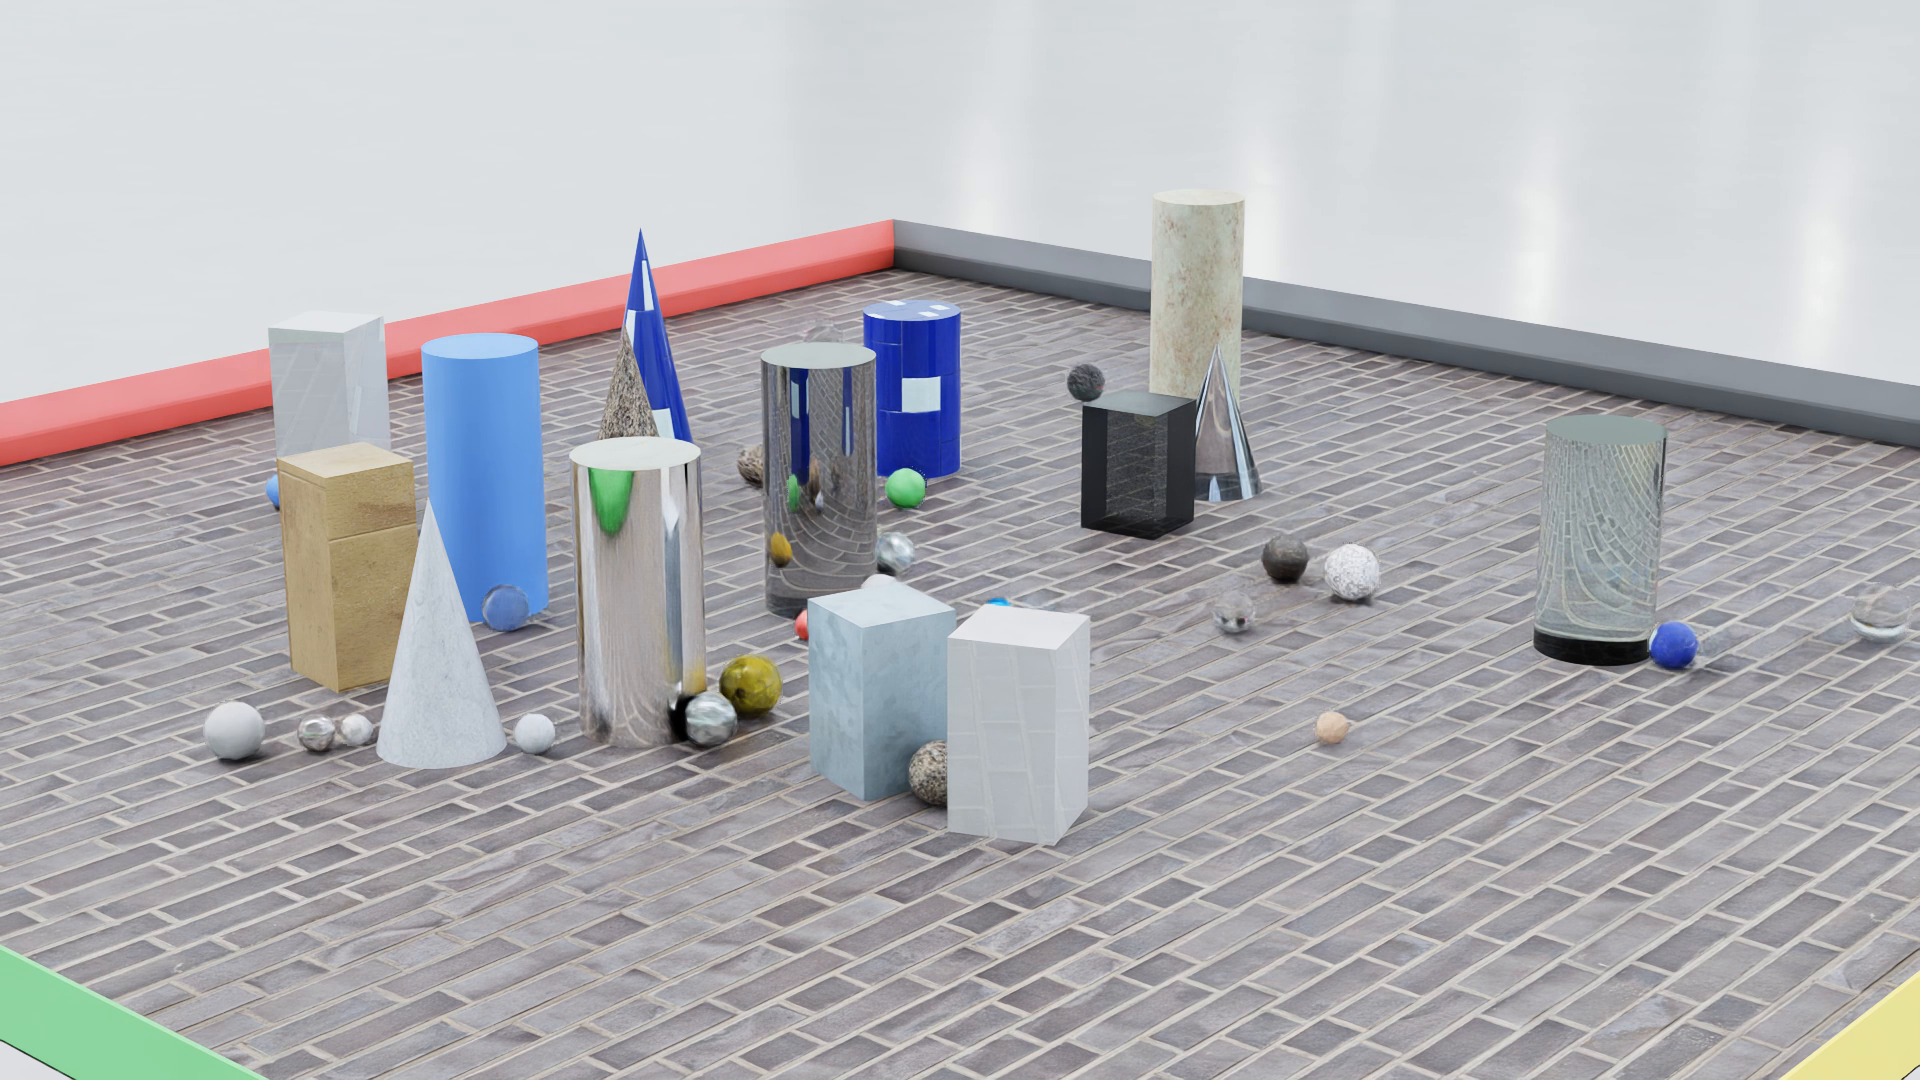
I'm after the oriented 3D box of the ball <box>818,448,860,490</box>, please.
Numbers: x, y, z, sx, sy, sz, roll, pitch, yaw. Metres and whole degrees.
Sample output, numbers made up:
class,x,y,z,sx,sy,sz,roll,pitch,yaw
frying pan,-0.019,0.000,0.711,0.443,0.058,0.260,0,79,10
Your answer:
class,x,y,z,sx,sy,sz,roll,pitch,yaw
ball,-0.238,-0.139,5.765,0.084,0.084,0.084,0,17,0

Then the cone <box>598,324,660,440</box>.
class,x,y,z,sx,sy,sz,roll,pitch,yaw
cone,-0.631,-0.232,5.574,0.196,0.372,0.196,0,17,0

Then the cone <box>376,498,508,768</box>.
class,x,y,z,sx,sy,sz,roll,pitch,yaw
cone,-0.782,0.123,4.367,0.196,0.390,0.196,0,17,0

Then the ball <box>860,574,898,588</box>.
class,x,y,z,sx,sy,sz,roll,pitch,yaw
ball,-0.134,0.096,4.957,0.077,0.077,0.077,0,17,0

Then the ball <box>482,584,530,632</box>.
class,x,y,z,sx,sy,sz,roll,pitch,yaw
ball,-0.764,0.114,4.933,0.080,0.080,0.080,0,17,0

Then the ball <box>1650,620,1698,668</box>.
class,x,y,z,sx,sy,sz,roll,pitch,yaw
ball,1.157,0.170,4.752,0.078,0.078,0.078,0,17,0

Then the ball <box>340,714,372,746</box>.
class,x,y,z,sx,sy,sz,roll,pitch,yaw
ball,-0.910,0.286,4.420,0.047,0.047,0.047,0,17,0

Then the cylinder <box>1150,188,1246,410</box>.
class,x,y,z,sx,sy,sz,roll,pitch,yaw
cylinder,0.508,-0.502,6.295,0.196,0.473,0.196,0,17,0

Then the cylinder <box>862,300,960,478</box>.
class,x,y,z,sx,sy,sz,roll,pitch,yaw
cylinder,-0.096,-0.304,5.899,0.196,0.323,0.196,0,17,0

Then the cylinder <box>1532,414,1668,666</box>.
class,x,y,z,sx,sy,sz,roll,pitch,yaw
cylinder,1.049,-0.001,4.808,0.196,0.372,0.196,0,17,0

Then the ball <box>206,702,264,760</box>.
class,x,y,z,sx,sy,sz,roll,pitch,yaw
ball,-1.078,0.283,4.361,0.086,0.086,0.086,0,17,0

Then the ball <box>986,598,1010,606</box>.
class,x,y,z,sx,sy,sz,roll,pitch,yaw
ball,0.065,0.122,4.961,0.049,0.049,0.049,0,17,0

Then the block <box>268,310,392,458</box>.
class,x,y,z,sx,sy,sz,roll,pitch,yaw
block,-1.189,-0.229,5.554,0.156,0.378,0.156,5,18,17

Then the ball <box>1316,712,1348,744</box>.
class,x,y,z,sx,sy,sz,roll,pitch,yaw
ball,0.562,0.283,4.427,0.049,0.049,0.049,0,17,0

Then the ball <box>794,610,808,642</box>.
class,x,y,z,sx,sy,sz,roll,pitch,yaw
ball,-0.249,0.143,4.884,0.054,0.054,0.054,0,17,0

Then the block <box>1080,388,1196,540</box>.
class,x,y,z,sx,sy,sz,roll,pitch,yaw
block,0.336,-0.144,5.514,0.156,0.237,0.156,11,20,32

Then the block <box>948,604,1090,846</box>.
class,x,y,z,sx,sy,sz,roll,pitch,yaw
block,0.083,0.257,4.103,0.156,0.286,0.156,6,18,19

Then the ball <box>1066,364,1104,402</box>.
class,x,y,z,sx,sy,sz,roll,pitch,yaw
ball,0.277,-0.346,6.449,0.084,0.084,0.084,0,17,0

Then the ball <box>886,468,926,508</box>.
class,x,y,z,sx,sy,sz,roll,pitch,yaw
ball,-0.104,-0.099,5.644,0.078,0.078,0.078,0,17,0

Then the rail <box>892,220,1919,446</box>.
class,x,y,z,sx,sy,sz,roll,pitch,yaw
rail,1.332,-0.411,6.589,4.048,0.127,0.045,14,22,39

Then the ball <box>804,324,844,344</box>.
class,x,y,z,sx,sy,sz,roll,pitch,yaw
ball,-0.316,-0.454,6.795,0.093,0.093,0.093,0,17,0

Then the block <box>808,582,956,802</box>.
class,x,y,z,sx,sy,sz,roll,pitch,yaw
block,-0.113,0.218,4.270,0.156,0.263,0.156,-10,20,-31

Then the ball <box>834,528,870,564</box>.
class,x,y,z,sx,sy,sz,roll,pitch,yaw
ball,-0.194,0.010,5.248,0.064,0.064,0.064,0,17,0

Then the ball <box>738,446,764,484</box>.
class,x,y,z,sx,sy,sz,roll,pitch,yaw
ball,-0.404,-0.150,5.818,0.075,0.075,0.075,0,17,0

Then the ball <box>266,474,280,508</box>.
class,x,y,z,sx,sy,sz,roll,pitch,yaw
ball,-1.299,-0.096,5.647,0.070,0.070,0.070,0,17,0

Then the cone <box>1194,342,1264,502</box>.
class,x,y,z,sx,sy,sz,roll,pitch,yaw
cone,0.501,-0.246,5.748,0.196,0.298,0.196,0,17,0

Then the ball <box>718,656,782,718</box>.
class,x,y,z,sx,sy,sz,roll,pitch,yaw
ball,-0.324,0.227,4.528,0.098,0.098,0.098,0,17,0

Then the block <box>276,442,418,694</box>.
class,x,y,z,sx,sy,sz,roll,pitch,yaw
block,-0.975,0.042,4.697,0.156,0.354,0.156,-14,22,-38

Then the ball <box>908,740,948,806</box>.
class,x,y,z,sx,sy,sz,roll,pitch,yaw
ball,-0.028,0.333,4.188,0.092,0.092,0.092,0,17,0

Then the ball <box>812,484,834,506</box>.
class,x,y,z,sx,sy,sz,roll,pitch,yaw
ball,-0.264,-0.088,5.667,0.043,0.043,0.043,0,17,0

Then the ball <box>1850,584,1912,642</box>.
class,x,y,z,sx,sy,sz,roll,pitch,yaw
ball,1.531,0.122,4.876,0.097,0.097,0.097,0,17,0

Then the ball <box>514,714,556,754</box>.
class,x,y,z,sx,sy,sz,roll,pitch,yaw
ball,-0.636,0.289,4.385,0.060,0.060,0.060,0,17,0

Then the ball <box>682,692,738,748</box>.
class,x,y,z,sx,sy,sz,roll,pitch,yaw
ball,-0.377,0.270,4.409,0.083,0.083,0.083,0,17,0

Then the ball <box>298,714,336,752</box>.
class,x,y,z,sx,sy,sz,roll,pitch,yaw
ball,-0.964,0.288,4.394,0.057,0.057,0.057,0,17,0

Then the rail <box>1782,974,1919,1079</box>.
class,x,y,z,sx,sy,sz,roll,pitch,yaw
rail,1.510,0.410,3.865,0.045,0.127,4.112,14,22,39

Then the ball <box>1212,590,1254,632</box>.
class,x,y,z,sx,sy,sz,roll,pitch,yaw
ball,0.460,0.120,4.930,0.071,0.071,0.071,0,17,0

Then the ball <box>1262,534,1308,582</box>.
class,x,y,z,sx,sy,sz,roll,pitch,yaw
ball,0.577,0.032,5.201,0.083,0.083,0.083,0,17,0

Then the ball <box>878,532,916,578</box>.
class,x,y,z,sx,sy,sz,roll,pitch,yaw
ball,-0.118,0.025,5.126,0.081,0.081,0.081,0,17,0

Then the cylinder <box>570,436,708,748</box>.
class,x,y,z,sx,sy,sz,roll,pitch,yaw
cylinder,-0.485,0.077,4.443,0.196,0.433,0.196,0,17,0

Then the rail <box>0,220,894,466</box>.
class,x,y,z,sx,sy,sz,roll,pitch,yaw
rail,-1.510,-0.347,6.376,0.045,0.127,4.112,14,22,39

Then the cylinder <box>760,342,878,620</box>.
class,x,y,z,sx,sy,sz,roll,pitch,yaw
cylinder,-0.239,-0.100,5.017,0.196,0.442,0.196,0,17,0

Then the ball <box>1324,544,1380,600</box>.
class,x,y,z,sx,sy,sz,roll,pitch,yaw
ball,0.681,0.056,5.097,0.096,0.096,0.096,0,17,0

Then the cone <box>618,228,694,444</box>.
class,x,y,z,sx,sy,sz,roll,pitch,yaw
cone,-0.648,-0.414,6.013,0.196,0.467,0.196,0,17,0

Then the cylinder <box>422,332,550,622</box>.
class,x,y,z,sx,sy,sz,roll,pitch,yaw
cylinder,-0.811,-0.109,5.015,0.196,0.458,0.196,0,17,0

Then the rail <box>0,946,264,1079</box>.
class,x,y,z,sx,sy,sz,roll,pitch,yaw
rail,-1.332,0.475,3.651,4.048,0.127,0.045,14,22,39
